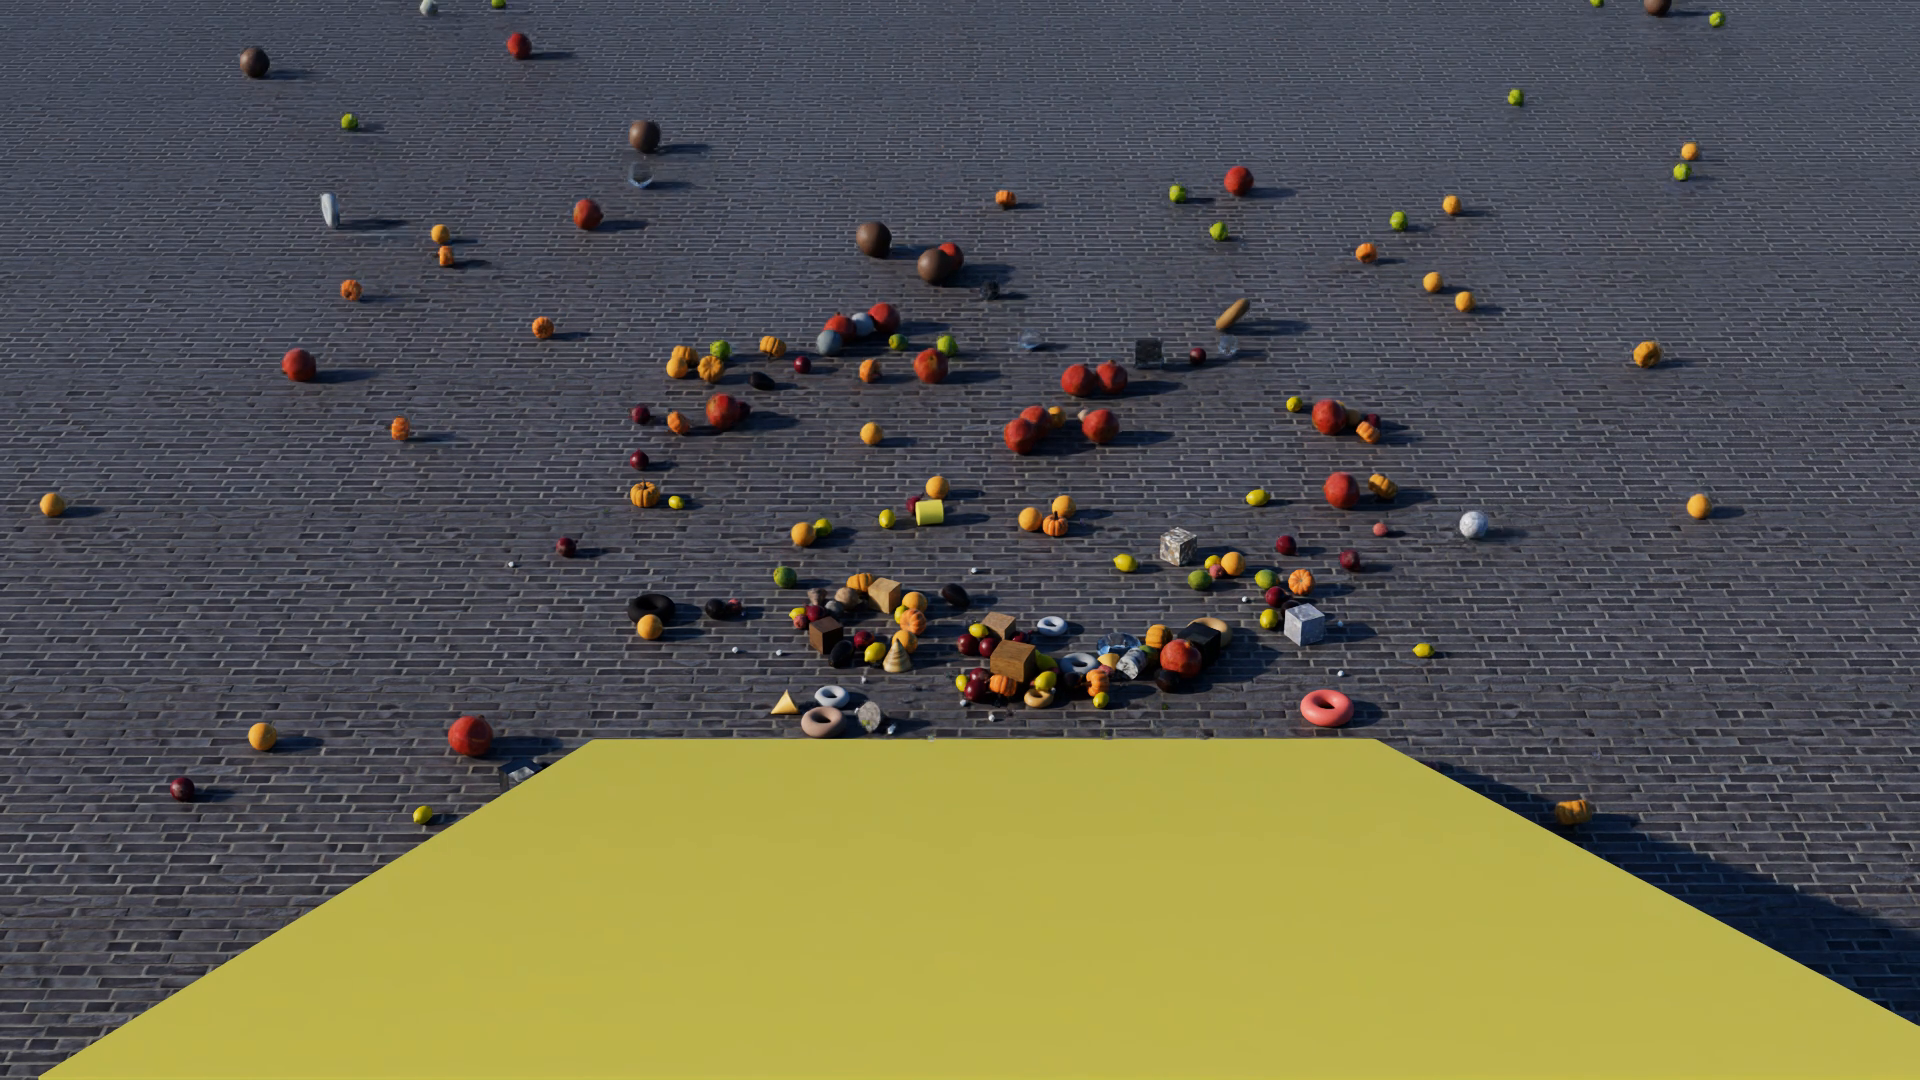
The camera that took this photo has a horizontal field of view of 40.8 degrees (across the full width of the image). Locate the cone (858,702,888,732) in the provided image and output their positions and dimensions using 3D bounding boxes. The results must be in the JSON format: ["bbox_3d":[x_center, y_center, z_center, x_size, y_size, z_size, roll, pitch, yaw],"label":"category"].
[{"bbox_3d":[-0.214,0.469,6.842,0.079,0.079,0.079,25,11,38],"label":"cone"}]

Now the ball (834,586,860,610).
[{"bbox_3d":[-0.322,0.167,7.360,0.069,0.069,0.069,0,29,0],"label":"ball"}]

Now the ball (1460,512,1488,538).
[{"bbox_3d":[1.537,-0.045,7.736,0.082,0.082,0.082,0,29,0],"label":"ball"}]

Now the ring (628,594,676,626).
[{"bbox_3d":[-0.875,0.198,7.330,0.136,0.045,0.136,0,30,0],"label":"ring"}]

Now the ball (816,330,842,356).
[{"bbox_3d":[-0.448,-0.679,8.891,0.091,0.091,0.091,0,29,0],"label":"ball"}]

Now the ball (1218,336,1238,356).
[{"bbox_3d":[0.923,-0.669,8.898,0.066,0.066,0.066,0,29,0],"label":"ball"}]

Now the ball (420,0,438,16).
[{"bbox_3d":[-2.529,-2.532,12.304,0.081,0.081,0.081,0,29,0],"label":"ball"}]

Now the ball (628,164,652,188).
[{"bbox_3d":[-1.274,-1.454,10.308,0.097,0.097,0.097,0,29,0],"label":"ball"}]

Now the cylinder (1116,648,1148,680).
[{"bbox_3d":[0.470,0.337,7.053,0.065,0.065,0.065,15,32,26],"label":"cylinder"}]

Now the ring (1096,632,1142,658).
[{"bbox_3d":[0.440,0.298,7.149,0.126,0.042,0.126,-1,29,1],"label":"ring"}]

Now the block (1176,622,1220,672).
[{"bbox_3d":[0.656,0.293,7.111,0.087,0.087,0.087,19,34,31],"label":"block"}]

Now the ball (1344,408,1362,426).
[{"bbox_3d":[1.276,-0.398,8.408,0.060,0.060,0.060,0,29,0],"label":"ball"}]

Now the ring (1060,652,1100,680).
[{"bbox_3d":[0.328,0.347,7.064,0.115,0.038,0.115,1,29,-1],"label":"ring"}]

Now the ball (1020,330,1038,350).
[{"bbox_3d":[0.240,-0.692,8.943,0.065,0.065,0.065,0,29,0],"label":"ball"}]

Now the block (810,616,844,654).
[{"bbox_3d":[-0.371,0.265,7.182,0.069,0.069,0.069,-18,34,-30],"label":"block"}]

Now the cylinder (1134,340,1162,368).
[{"bbox_3d":[0.642,-0.632,8.804,0.091,0.091,0.091,2,29,4],"label":"cylinder"}]

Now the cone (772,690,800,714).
[{"bbox_3d":[-0.475,0.447,6.887,0.070,0.070,0.070,-29,31,2],"label":"cone"}]

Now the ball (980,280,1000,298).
[{"bbox_3d":[0.106,-0.906,9.330,0.070,0.070,0.070,0,29,0],"label":"ball"}]

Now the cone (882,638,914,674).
[{"bbox_3d":[-0.171,0.304,7.088,0.090,0.090,0.090,0,29,0],"label":"cone"}]

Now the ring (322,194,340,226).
[{"bbox_3d":[-2.416,-1.267,9.921,0.044,0.131,0.131,-14,32,-23],"label":"ring"}]

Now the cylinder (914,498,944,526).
[{"bbox_3d":[-0.092,-0.084,7.819,0.073,0.073,0.073,-18,32,-9],"label":"cylinder"}]

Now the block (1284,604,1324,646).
[{"bbox_3d":[0.962,0.236,7.224,0.078,0.078,0.078,-14,32,-25],"label":"block"}]

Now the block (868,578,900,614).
[{"bbox_3d":[-0.215,0.158,7.379,0.068,0.068,0.068,15,32,26],"label":"block"}]

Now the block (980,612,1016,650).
[{"bbox_3d":[0.105,0.257,7.189,0.076,0.076,0.076,13,31,22],"label":"block"}]

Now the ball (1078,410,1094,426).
[{"bbox_3d":[0.410,-0.400,8.419,0.052,0.052,0.052,0,29,0],"label":"ball"}]

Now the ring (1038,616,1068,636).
[{"bbox_3d":[0.260,0.243,7.264,0.086,0.029,0.086,-1,29,1],"label":"ring"}]

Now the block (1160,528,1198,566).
[{"bbox_3d":[0.645,0.020,7.624,0.076,0.076,0.076,-25,37,-37],"label":"block"}]

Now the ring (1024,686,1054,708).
[{"bbox_3d":[0.212,0.422,6.937,0.081,0.027,0.081,-1,29,0],"label":"ring"}]

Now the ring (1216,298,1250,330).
[{"bbox_3d":[0.956,-0.790,9.065,0.049,0.146,0.146,48,39,-1],"label":"ring"}]

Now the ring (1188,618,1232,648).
[{"bbox_3d":[0.695,0.261,7.215,0.134,0.045,0.134,-1,29,0],"label":"ring"}]

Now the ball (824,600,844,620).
[{"bbox_3d":[-0.357,0.197,7.319,0.056,0.056,0.056,0,29,0],"label":"ball"}]

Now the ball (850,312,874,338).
[{"bbox_3d":[-0.345,-0.752,9.031,0.085,0.085,0.085,0,29,0],"label":"ball"}]

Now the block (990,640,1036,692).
[{"bbox_3d":[0.143,0.341,7.013,0.096,0.096,0.096,10,30,18],"label":"block"}]

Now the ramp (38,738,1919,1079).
[{"bbox_3d":[0.064,0.576,4.620,2.000,0.100,4.000,0,0,0],"label":"ramp"}]

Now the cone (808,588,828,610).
[{"bbox_3d":[-0.408,0.177,7.387,0.058,0.058,0.058,-1,55,-1],"label":"cone"}]

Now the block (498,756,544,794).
[{"bbox_3d":[-1.108,0.610,6.535,0.081,0.081,0.081,-24,37,-37],"label":"block"}]

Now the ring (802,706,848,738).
[{"bbox_3d":[-0.358,0.481,6.815,0.122,0.041,0.122,-1,30,0],"label":"ring"}]

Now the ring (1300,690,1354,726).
[{"bbox_3d":[0.977,0.447,6.871,0.143,0.048,0.143,-1,30,0],"label":"ring"}]

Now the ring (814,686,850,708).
[{"bbox_3d":[-0.343,0.423,6.931,0.094,0.031,0.094,0,30,0],"label":"ring"}]

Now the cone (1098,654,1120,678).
[{"bbox_3d":[0.411,0.353,7.063,0.063,0.063,0.063,-5,56,-9],"label":"cone"}]
